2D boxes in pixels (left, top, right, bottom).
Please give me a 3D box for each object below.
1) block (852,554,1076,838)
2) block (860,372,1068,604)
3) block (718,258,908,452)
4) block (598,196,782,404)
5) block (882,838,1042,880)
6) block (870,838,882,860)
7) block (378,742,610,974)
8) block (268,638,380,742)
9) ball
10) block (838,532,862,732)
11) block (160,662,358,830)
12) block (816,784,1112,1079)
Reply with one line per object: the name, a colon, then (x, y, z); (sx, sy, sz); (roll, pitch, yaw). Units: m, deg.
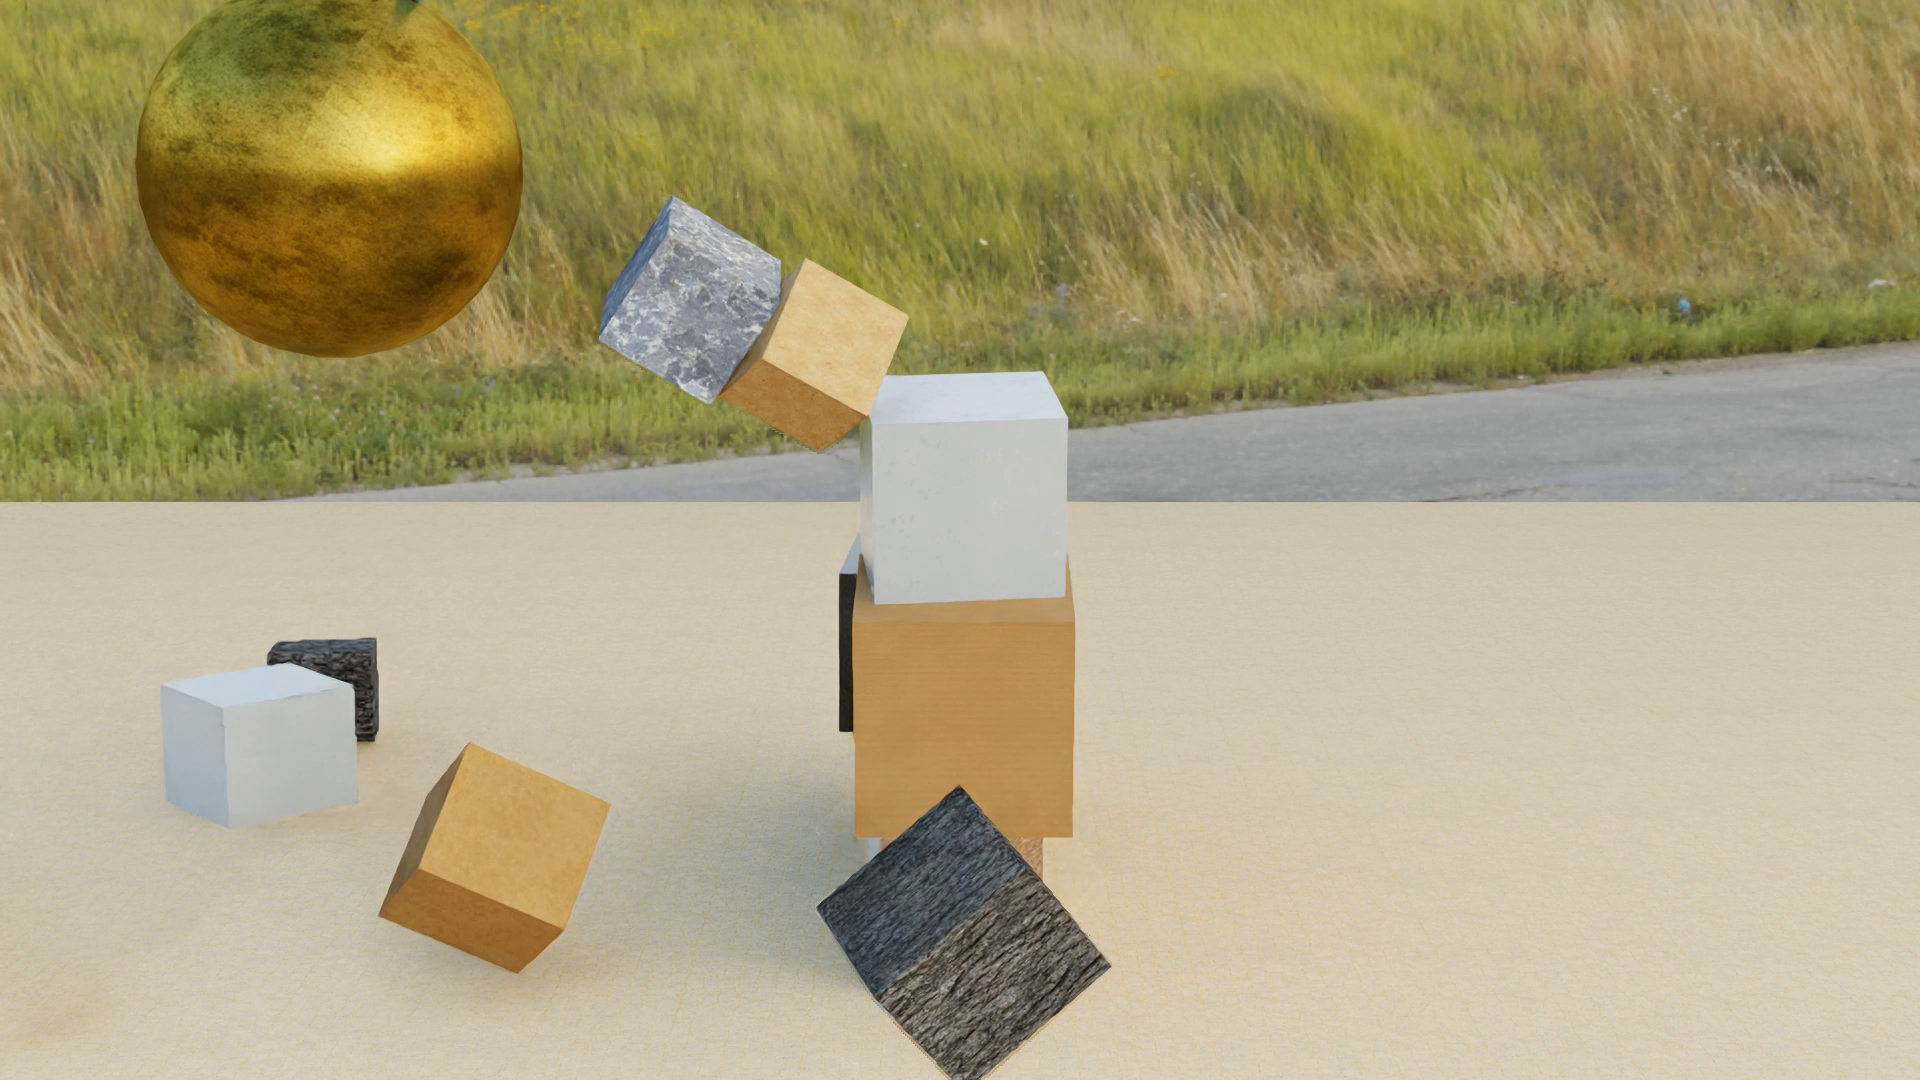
block: (0.015, 0.593, 9.954); (0.825, 0.880, 0.741); (0, 20, 0)
block: (0.002, -0.209, 9.842); (0.725, 0.707, 0.632); (-2, 20, -6)
block: (-0.556, -0.696, 9.732); (0.453, 0.456, 0.464); (28, -25, -16)
block: (-1.024, -0.916, 9.774); (0.493, 0.494, 0.451); (30, 21, -17)
block: (0.007, 1.387, 10.103); (0.615, 0.645, 0.552); (0, 11, 0)
block: (-0.019, 1.238, 10.699); (0.694, 0.736, 0.641); (0, 10, 0)
block: (-1.807, 1.241, 9.946); (0.596, 0.543, 0.639); (26, -33, -14)
block: (-3.389, 0.805, 13.687); (0.527, 0.482, 0.501); (-2, 6, -9)
ball: (-2.663, -1.576, 10.894); (1.600, 1.600, 1.600); (0, 10, 0)
block: (-0.145, 0.407, 11.342); (0.699, 0.706, 0.755); (2, 14, 4)
block: (-3.407, 0.989, 12.480); (0.681, 0.589, 0.655); (-9, 14, -42)
block: (0.007, 1.281, 8.291); (0.618, 0.524, 0.569); (-40, 31, -3)
